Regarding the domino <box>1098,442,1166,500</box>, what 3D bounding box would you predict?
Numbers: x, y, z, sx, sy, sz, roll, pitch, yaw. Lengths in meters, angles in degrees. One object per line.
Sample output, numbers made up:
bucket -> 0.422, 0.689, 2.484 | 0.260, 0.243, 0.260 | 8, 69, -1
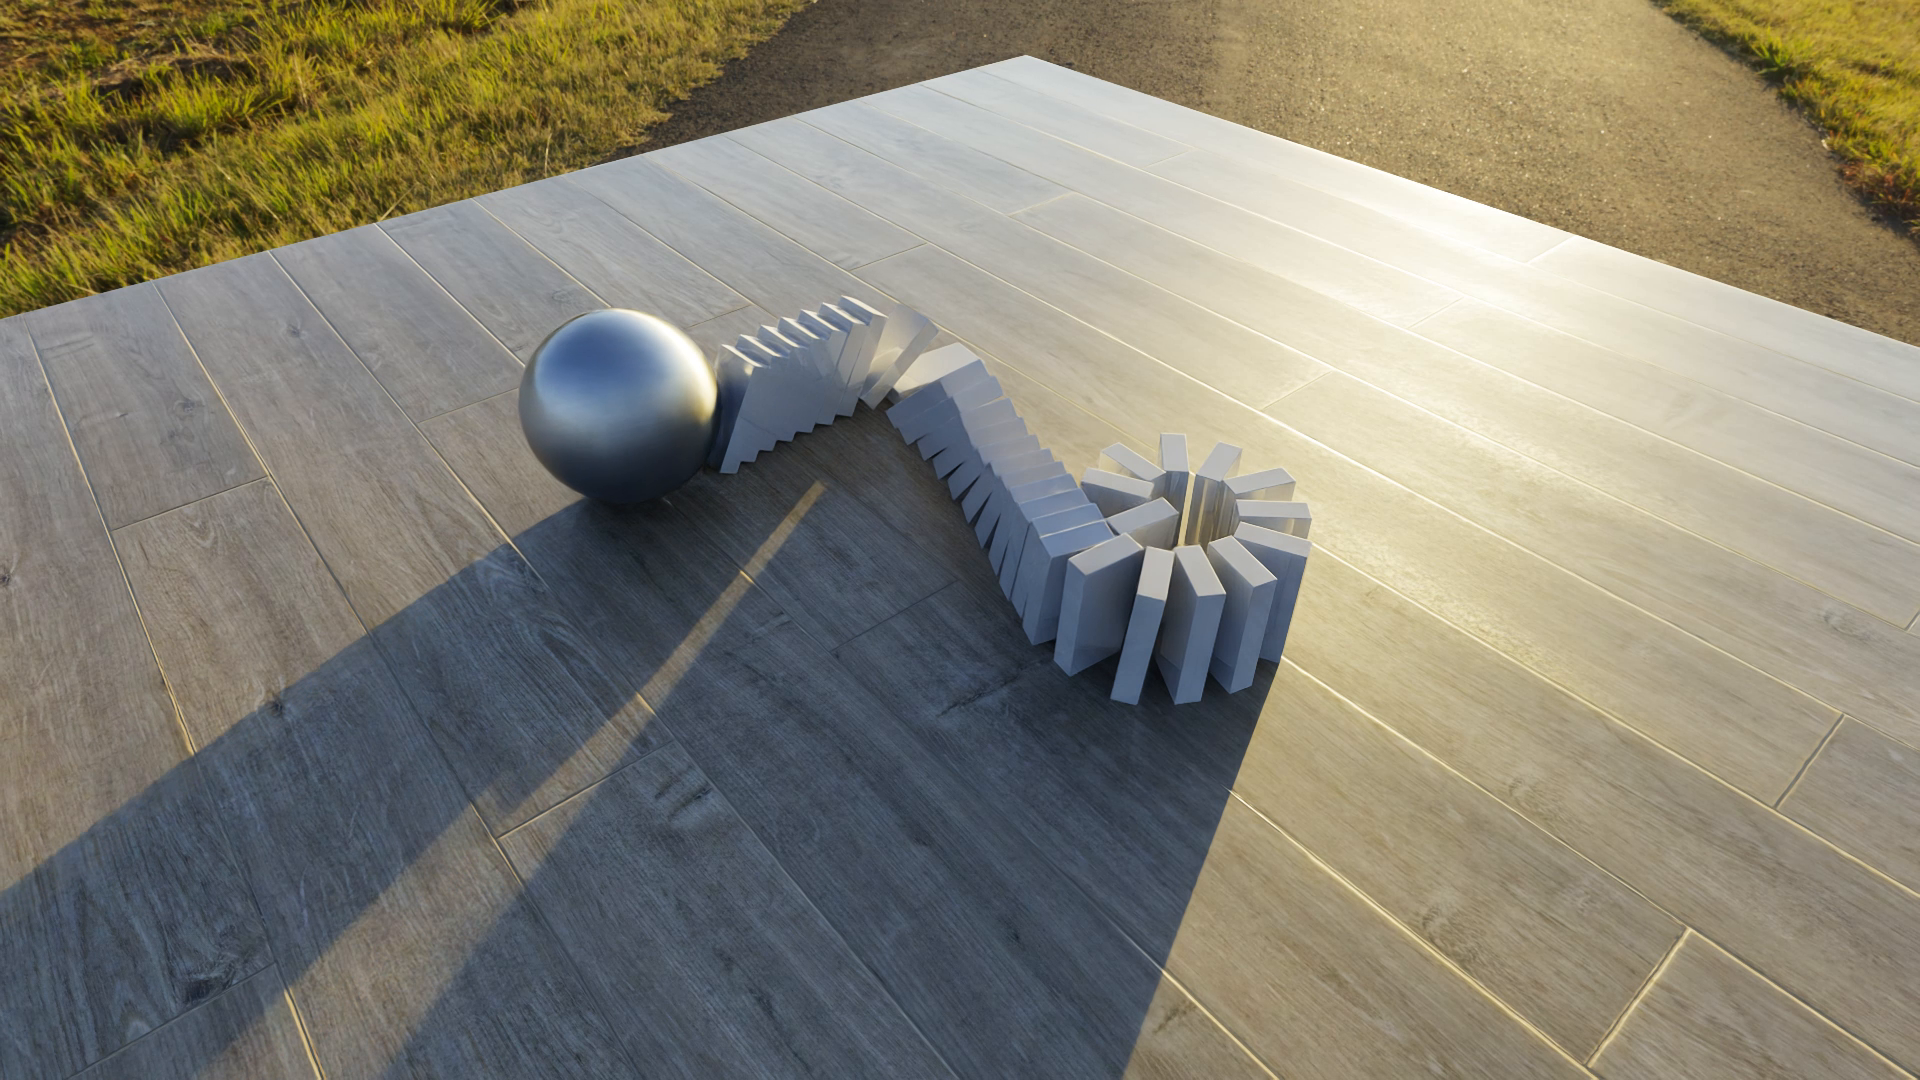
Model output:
domino -> 0.064, -0.010, 0.423 | 0.009, 0.050, 0.025 | -26, 46, -28

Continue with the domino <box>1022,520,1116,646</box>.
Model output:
domino -> 0.038, 0.016, 0.391 | 0.025, 0.050, 0.009 | -15, 52, -18

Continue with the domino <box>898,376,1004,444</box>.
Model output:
domino -> -0.005, -0.057, 0.489 | 0.025, 0.009, 0.050 | -30, 6, -32

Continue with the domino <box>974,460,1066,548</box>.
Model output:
domino -> 0.023, -0.013, 0.429 | 0.025, 0.050, 0.009 | -14, 71, -16

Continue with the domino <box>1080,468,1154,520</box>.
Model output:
domino -> 0.056, -0.002, 0.413 | 0.025, 0.050, 0.009 | 16, 42, 15

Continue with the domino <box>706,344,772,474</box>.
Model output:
domino -> -0.101, -0.057, 0.483 | 0.025, 0.050, 0.009 | 34, 20, 34

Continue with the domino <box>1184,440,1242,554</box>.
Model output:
domino -> 0.096, -0.010, 0.424 | 0.010, 0.050, 0.025 | 20, 43, 23

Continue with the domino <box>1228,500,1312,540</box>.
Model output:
domino -> 0.110, 0.009, 0.401 | 0.025, 0.050, 0.009 | 2, 39, 3

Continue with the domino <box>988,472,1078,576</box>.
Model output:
domino -> 0.028, -0.005, 0.418 | 0.025, 0.050, 0.010 | -14, 63, -16

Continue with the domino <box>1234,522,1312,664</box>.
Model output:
domino -> 0.106, 0.019, 0.388 | 0.025, 0.050, 0.009 | 17, 42, 20

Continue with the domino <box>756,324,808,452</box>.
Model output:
domino -> -0.087, -0.068, 0.496 | 0.025, 0.050, 0.009 | 36, 21, 36

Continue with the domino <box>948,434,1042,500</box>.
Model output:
domino -> 0.014, -0.029, 0.452 | 0.025, 0.050, 0.009 | -15, 82, -17

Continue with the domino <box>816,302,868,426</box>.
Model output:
domino -> -0.062, -0.082, 0.513 | 0.009, 0.050, 0.025 | 2, 27, -48

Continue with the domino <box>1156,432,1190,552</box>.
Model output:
domino -> 0.081, -0.014, 0.428 | 0.010, 0.050, 0.025 | 4, 39, 4

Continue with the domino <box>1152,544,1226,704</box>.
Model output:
domino -> 0.078, 0.029, 0.376 | 0.009, 0.050, 0.025 | -5, 40, -9

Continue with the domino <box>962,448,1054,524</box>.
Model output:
domino -> 0.019, -0.021, 0.440 | 0.025, 0.050, 0.009 | -14, 77, -16

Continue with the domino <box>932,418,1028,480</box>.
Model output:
domino -> 0.008, -0.038, 0.464 | 0.025, 0.050, 0.010 | -17, 87, -19

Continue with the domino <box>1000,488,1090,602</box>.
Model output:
domino -> 0.031, 0.002, 0.408 | 0.025, 0.050, 0.009 | -15, 58, -17

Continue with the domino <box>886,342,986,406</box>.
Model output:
domino -> -0.015, -0.081, 0.543 | 0.050, 0.010, 0.025 | -23, 44, -25

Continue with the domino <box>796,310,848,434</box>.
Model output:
domino -> -0.071, -0.078, 0.508 | 0.009, 0.050, 0.025 | 2, 27, -49

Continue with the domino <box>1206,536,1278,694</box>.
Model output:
domino -> 0.093, 0.026, 0.379 | 0.010, 0.050, 0.025 | -17, 42, -19

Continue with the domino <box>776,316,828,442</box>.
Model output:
domino -> -0.079, -0.073, 0.502 | 0.009, 0.050, 0.025 | 2, 27, -49

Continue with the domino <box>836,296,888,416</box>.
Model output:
domino -> -0.053, -0.087, 0.518 | 0.010, 0.050, 0.025 | 2, 26, -48

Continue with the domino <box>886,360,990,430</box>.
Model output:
domino -> -0.011, -0.066, 0.499 | 0.025, 0.010, 0.050 | -31, 6, -33

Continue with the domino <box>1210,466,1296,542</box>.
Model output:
domino -> 0.108, -0.002, 0.414 | 0.025, 0.050, 0.010 | -12, 41, -14

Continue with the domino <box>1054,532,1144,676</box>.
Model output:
domino -> 0.048, 0.023, 0.383 | 0.025, 0.050, 0.009 | -23, 48, -26

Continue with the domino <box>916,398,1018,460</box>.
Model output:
domino -> 0.002, -0.048, 0.477 | 0.025, 0.009, 0.050 | -22, 1, -24

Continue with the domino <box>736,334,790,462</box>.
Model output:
domino -> -0.095, -0.063, 0.490 | 0.025, 0.050, 0.009 | 34, 20, 34

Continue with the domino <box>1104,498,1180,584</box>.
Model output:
domino -> 0.062, 0.010, 0.399 | 0.025, 0.050, 0.010 | -20, 48, -23

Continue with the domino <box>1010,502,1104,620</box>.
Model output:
domino -> 0.035, 0.008, 0.401 | 0.025, 0.050, 0.009 | -15, 57, -17

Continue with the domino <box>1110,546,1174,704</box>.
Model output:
domino -> 0.062, 0.030, 0.375 | 0.009, 0.050, 0.025 | 13, 41, 8

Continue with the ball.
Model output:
ball -> -0.139, -0.055, 0.455 | 0.080, 0.080, 0.080 | 0, 39, 0

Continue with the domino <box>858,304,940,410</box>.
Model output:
domino -> -0.035, -0.089, 0.530 | 0.050, 0.009, 0.025 | -50, 50, -4
